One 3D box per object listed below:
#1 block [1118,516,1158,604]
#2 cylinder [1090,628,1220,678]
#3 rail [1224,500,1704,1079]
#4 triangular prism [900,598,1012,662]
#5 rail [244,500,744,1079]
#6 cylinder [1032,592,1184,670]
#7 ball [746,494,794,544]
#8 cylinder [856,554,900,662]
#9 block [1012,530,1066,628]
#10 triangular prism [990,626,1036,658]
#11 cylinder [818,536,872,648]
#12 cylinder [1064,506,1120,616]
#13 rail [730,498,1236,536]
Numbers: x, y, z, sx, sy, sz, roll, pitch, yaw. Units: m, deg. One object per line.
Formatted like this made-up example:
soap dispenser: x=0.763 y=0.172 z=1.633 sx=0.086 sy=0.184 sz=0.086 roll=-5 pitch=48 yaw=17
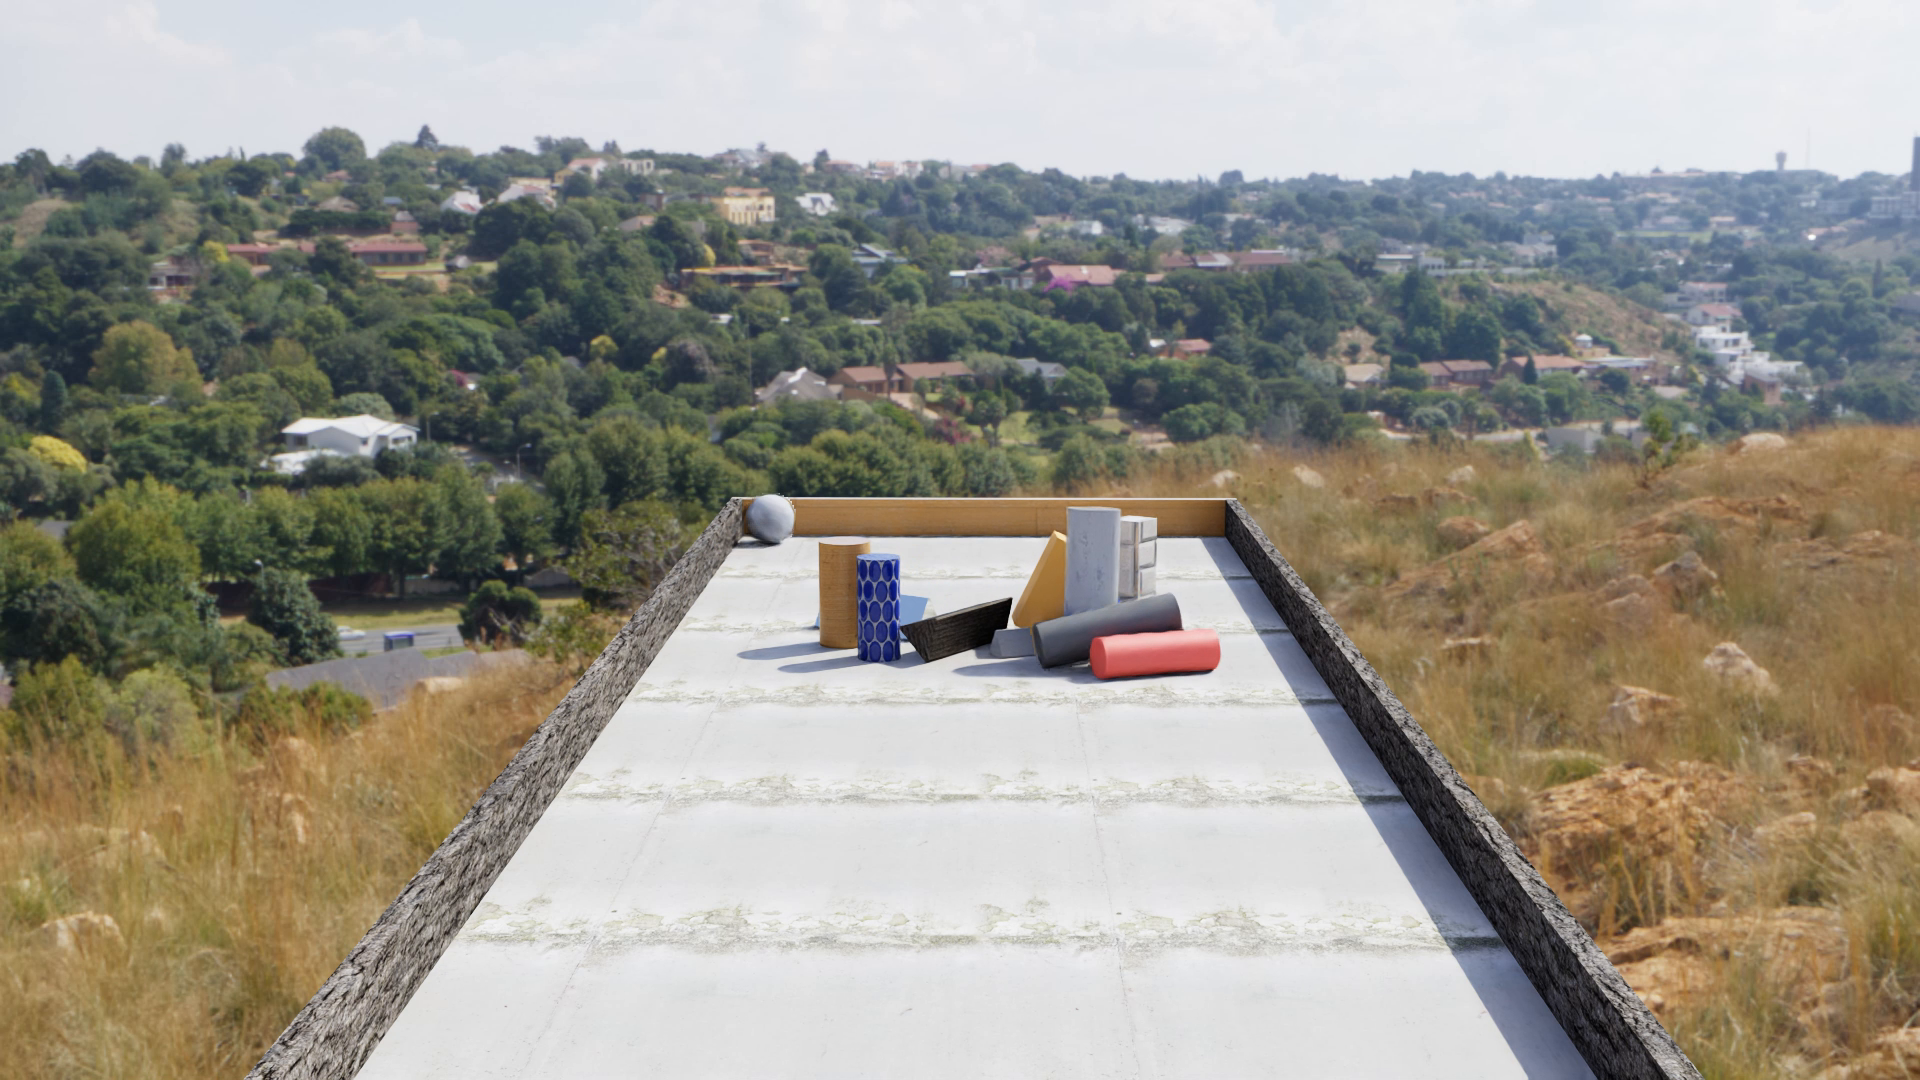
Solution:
block: x=0.545 y=0.130 z=6.915 sx=0.104 sy=0.398 sz=0.104 roll=7 pitch=11 yaw=36
cylinder: x=0.578 y=0.335 z=6.507 sx=0.369 sy=0.123 sz=0.123 roll=-3 pitch=10 yaw=-20
rail: x=1.046 y=0.843 z=3.208 sx=0.050 sy=0.150 sz=12.000 roll=0 pitch=9 yaw=1
triangular prism: x=0.012 y=0.251 z=6.827 sx=0.142 sy=0.123 sz=0.429 roll=51 pitch=31 yaw=17
rail: x=-1.004 y=0.839 z=3.234 sx=0.050 sy=0.150 sz=12.000 roll=0 pitch=9 yaw=1
cylinder: x=0.443 y=0.273 z=6.592 sx=0.427 sy=0.140 sz=0.140 roll=-12 pitch=11 yaw=-8
ball: x=-0.770 y=-0.086 z=8.918 sx=0.198 sy=0.198 sz=0.198 roll=0 pitch=9 yaw=0
cylinder: x=-0.248 y=0.205 z=6.712 sx=0.133 sy=0.313 sz=0.133 roll=0 pitch=9 yaw=0
block: x=0.304 y=0.151 z=6.957 sx=0.154 sy=0.308 sz=0.154 roll=26 pitch=7 yaw=-6
triangular prism: x=0.251 y=0.305 z=6.816 sx=0.312 sy=0.079 sz=0.091 roll=-4 pitch=10 yaw=-25
cylinder: x=-0.361 y=0.165 z=6.918 sx=0.165 sy=0.329 sz=0.165 roll=0 pitch=9 yaw=0
cylinder: x=0.402 y=0.128 z=6.728 sx=0.166 sy=0.451 sz=0.166 roll=1 pitch=5 yaw=0
rail: x=0.099 y=-0.098 z=9.147 sx=2.100 sy=0.150 sz=0.050 roll=0 pitch=9 yaw=1
